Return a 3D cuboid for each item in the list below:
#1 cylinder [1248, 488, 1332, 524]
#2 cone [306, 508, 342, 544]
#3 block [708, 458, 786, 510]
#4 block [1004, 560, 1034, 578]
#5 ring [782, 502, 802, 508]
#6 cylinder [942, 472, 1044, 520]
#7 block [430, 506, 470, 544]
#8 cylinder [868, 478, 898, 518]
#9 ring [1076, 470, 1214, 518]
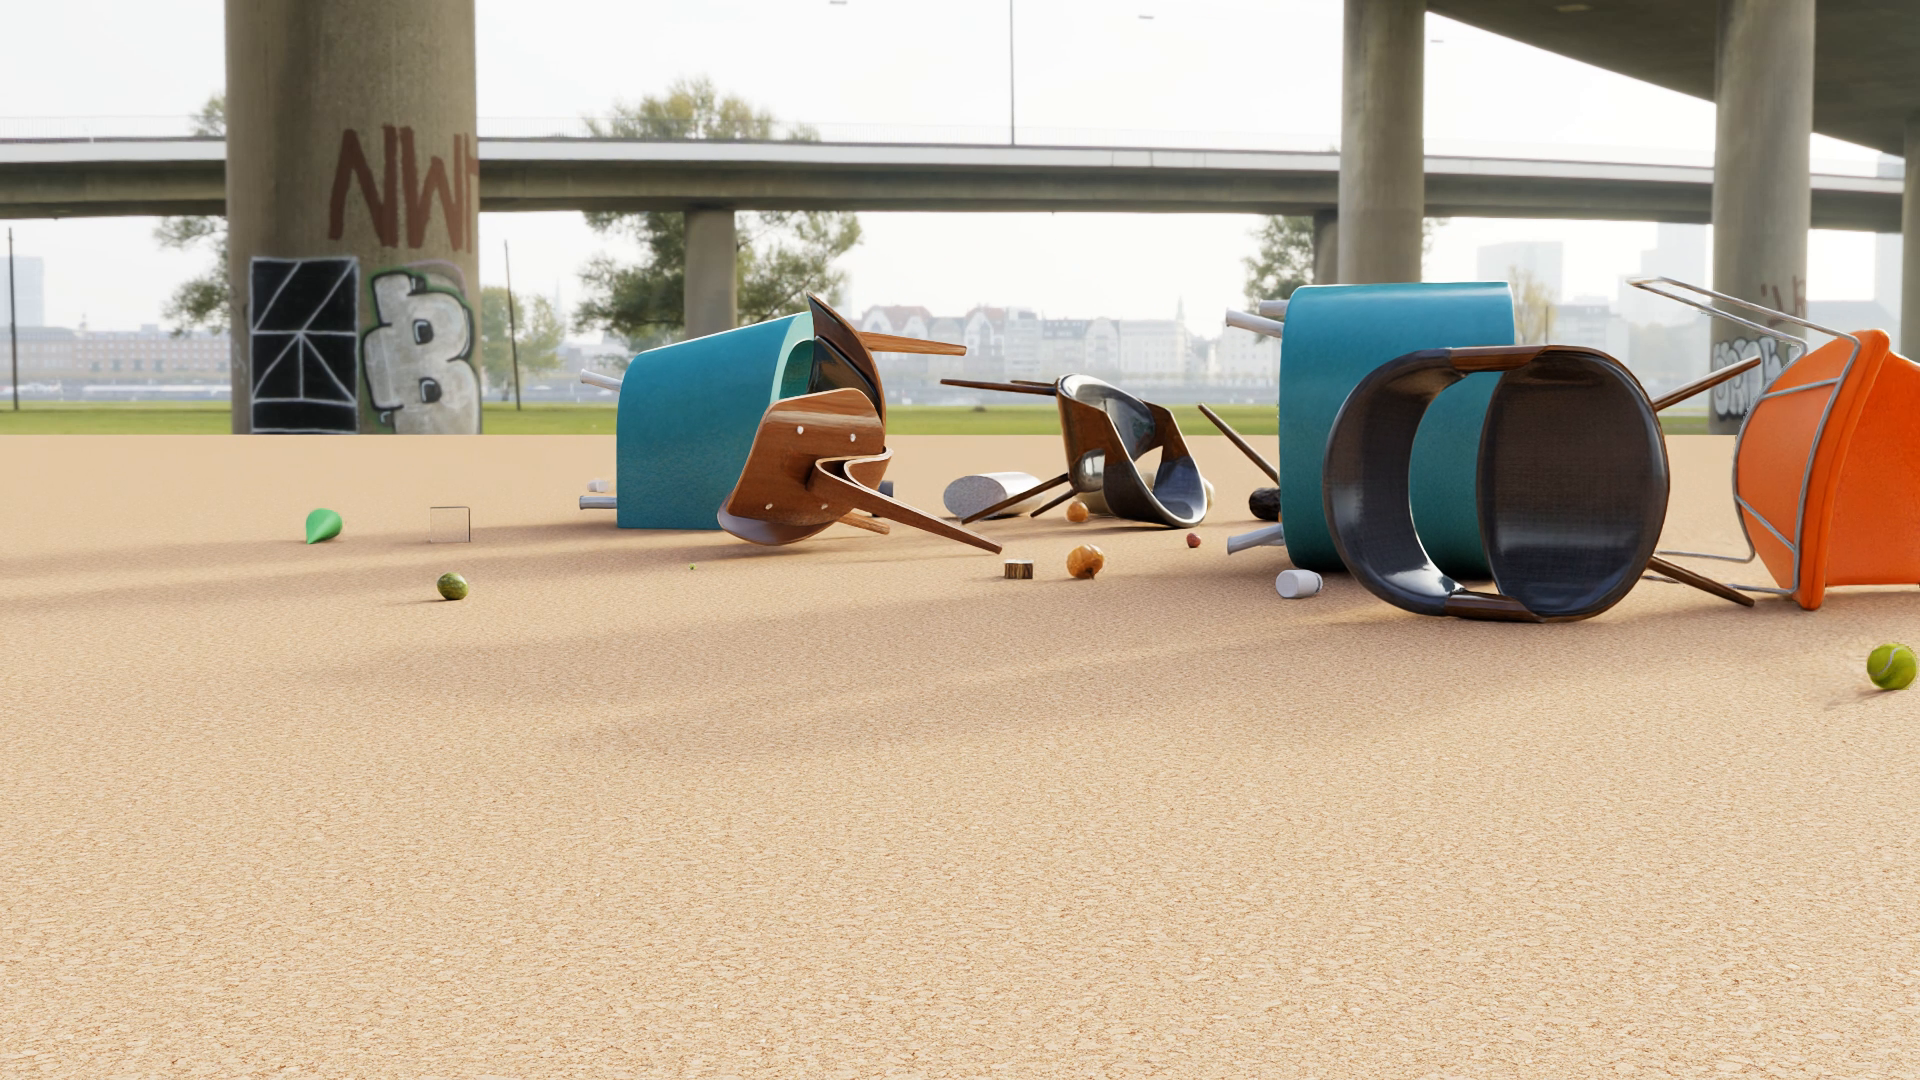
[{"bbox_3d":[1.122,-0.119,7.473,0.144,0.111,0.261,6,0,-35],"label":"cylinder"},{"bbox_3d":[-1.885,-0.016,6.434,0.112,0.098,0.181,-21,18,8],"label":"cone"},{"bbox_3d":[-0.807,-0.215,8.329,0.236,0.185,0.204,1,4,17],"label":"block"},{"bbox_3d":[0.142,0.070,5.254,0.066,0.038,0.102,0,4,4],"label":"block"},{"bbox_3d":[-0.630,-0.131,8.286,0.071,0.024,0.096,1,3,23],"label":"ring"},{"bbox_3d":[0.121,-0.156,7.700,0.246,0.154,0.331,-1,3,25],"label":"cylinder"},{"bbox_3d":[-1.499,-0.045,6.464,0.110,0.101,0.097,-1,4,-16],"label":"block"},{"bbox_3d":[-0.270,-0.147,7.740,0.075,0.126,0.149,9,29,7],"label":"cylinder"},{"bbox_3d":[0.647,-0.159,7.718,0.497,0.158,0.284,3,0,16],"label":"ring"}]
